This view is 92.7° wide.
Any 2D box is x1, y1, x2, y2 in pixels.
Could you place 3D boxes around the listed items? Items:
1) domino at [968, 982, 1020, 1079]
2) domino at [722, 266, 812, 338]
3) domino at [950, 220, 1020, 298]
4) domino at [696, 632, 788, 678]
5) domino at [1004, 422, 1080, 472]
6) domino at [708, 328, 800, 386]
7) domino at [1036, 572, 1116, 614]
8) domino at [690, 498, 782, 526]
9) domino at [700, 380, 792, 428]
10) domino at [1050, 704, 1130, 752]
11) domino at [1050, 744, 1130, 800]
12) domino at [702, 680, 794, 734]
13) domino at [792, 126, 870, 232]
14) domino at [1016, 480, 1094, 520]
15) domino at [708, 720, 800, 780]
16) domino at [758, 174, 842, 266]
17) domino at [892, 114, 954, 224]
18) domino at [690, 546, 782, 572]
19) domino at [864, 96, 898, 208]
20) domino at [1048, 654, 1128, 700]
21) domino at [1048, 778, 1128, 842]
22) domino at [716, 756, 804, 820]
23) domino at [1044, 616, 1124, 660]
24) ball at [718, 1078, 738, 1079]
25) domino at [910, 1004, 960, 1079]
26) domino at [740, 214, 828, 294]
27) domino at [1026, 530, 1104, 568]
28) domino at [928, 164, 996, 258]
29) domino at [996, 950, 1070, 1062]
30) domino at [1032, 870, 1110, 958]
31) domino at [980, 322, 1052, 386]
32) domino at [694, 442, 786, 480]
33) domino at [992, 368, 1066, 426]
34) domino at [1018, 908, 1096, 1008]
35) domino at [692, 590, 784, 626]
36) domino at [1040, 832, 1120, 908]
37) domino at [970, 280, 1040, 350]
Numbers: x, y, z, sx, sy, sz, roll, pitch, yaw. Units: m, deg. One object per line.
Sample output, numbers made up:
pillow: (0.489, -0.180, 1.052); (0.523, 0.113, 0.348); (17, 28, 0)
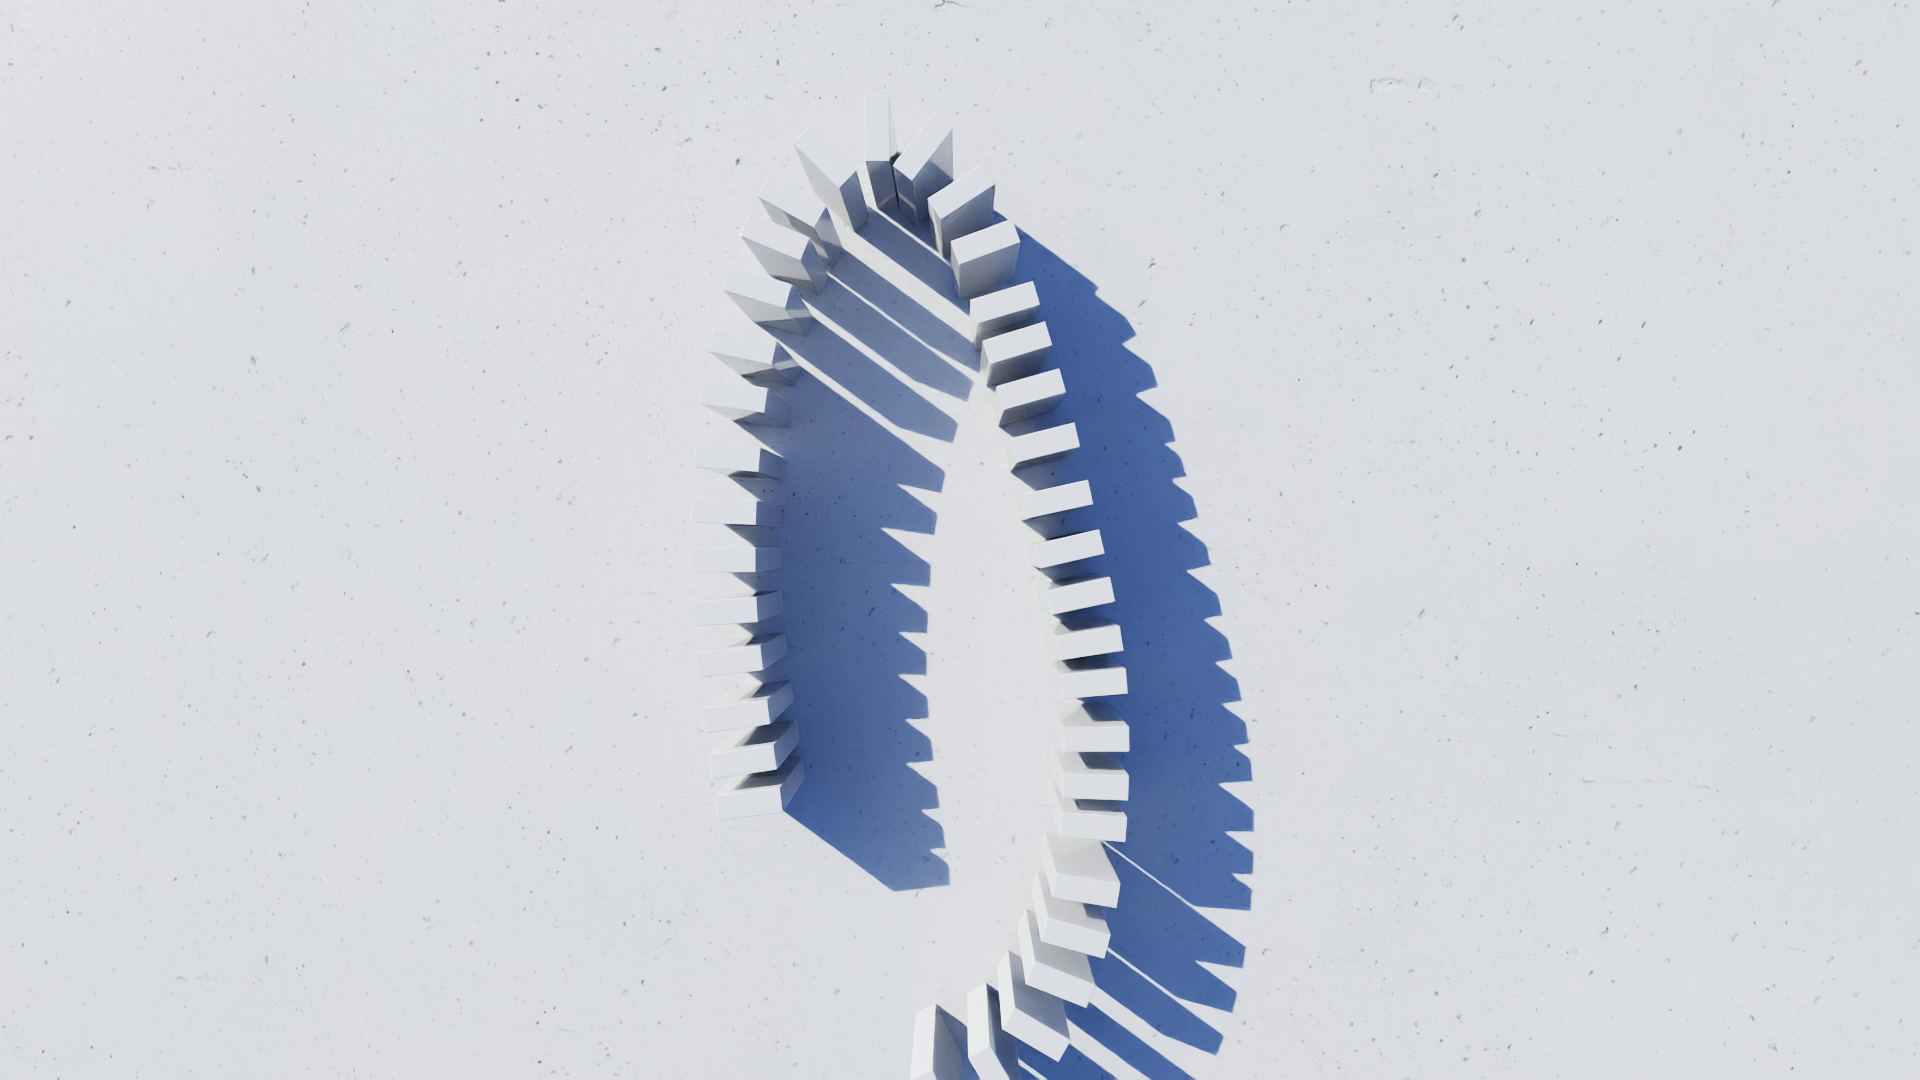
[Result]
domino: (0.014, 0.206, 0.375); (0.010, 0.050, 0.025); (-31, 90, 0)
domino: (-0.077, -0.097, 0.375); (0.025, 0.050, 0.010); (17, 90, 0)
domino: (0.010, -0.114, 0.375); (0.025, 0.050, 0.009); (-20, 90, 0)
domino: (-0.088, 0.046, 0.375); (0.025, 0.050, 0.010); (-6, 90, 0)
domino: (0.033, -0.037, 0.375); (0.025, 0.050, 0.010); (-14, 90, 0)
domino: (-0.083, -0.074, 0.375); (0.025, 0.050, 0.009); (12, 90, 0)
domino: (0.046, 0.021, 0.375); (0.025, 0.050, 0.009); (-12, 90, 0)
domino: (-0.090, -0.011, 0.375); (0.025, 0.050, 0.009); (2, 90, 0)
domino: (-0.086, -0.055, 0.375); (0.025, 0.050, 0.010); (8, 90, 0)
domino: (0.052, 0.076, 0.375); (0.025, 0.050, 0.010); (-1, 90, 0)
domino: (0.052, 0.094, 0.375); (0.025, 0.050, 0.010); (2, 90, 0)
domino: (-0.085, 0.067, 0.375); (0.025, 0.050, 0.009); (-8, 90, 0)
domino: (-0.052, -0.146, 0.375); (0.025, 0.050, 0.009); (45, 90, 0)
domino: (0.038, -0.016, 0.375); (0.025, 0.050, 0.009); (-12, 90, 0)
domino: (-0.083, 0.085, 0.375); (0.025, 0.050, 0.009); (-8, 90, 0)
domino: (-0.064, -0.130, 0.375); (0.025, 0.050, 0.009); (29, 90, 0)
domino: (-0.014, -0.150, 0.375); (0.010, 0.050, 0.025); (38, 90, 0)
domino: (-0.091, 0.008, 0.375); (0.025, 0.050, 0.009); (0, 90, 0)
domino: (-0.032, -0.157, 0.375); (0.009, 0.050, 0.025); (-1, 90, 0)
domino: (0.051, 0.055, 0.375); (0.025, 0.050, 0.010); (-5, 90, 0)
domino: (0.051, 0.110, 0.375); (0.025, 0.050, 0.009); (4, 90, 0)
domino: (-0.081, 0.101, 0.375); (0.025, 0.050, 0.010); (-7, 90, 0)
domino: (0.049, 0.039, 0.375); (0.025, 0.050, 0.010); (-9, 90, 0)
ball: (-0.096, 0.258, 0.360); (0.080, 0.080, 0.080); (0, 90, 0)
domino: (-0.009, 0.216, 0.375); (0.009, 0.050, 0.025); (-26, 90, 0)
domino: (-0.071, -0.116, 0.375); (0.025, 0.050, 0.009); (22, 90, 0)
domino: (0.042, 0.003, 0.375); (0.025, 0.050, 0.009); (-13, 90, 0)
domino: (0.001, -0.133, 0.375); (0.025, 0.050, 0.010); (-33, 90, 0)
domino: (0.029, 0.189, 0.375); (0.025, 0.050, 0.010); (30, 90, 0)
domino: (0.044, 0.152, 0.375); (0.025, 0.050, 0.010); (15, 90, 0)
domino: (0.022, -0.075, 0.375); (0.025, 0.050, 0.010); (-17, 90, 0)
domino: (-0.089, -0.032, 0.375); (0.025, 0.050, 0.009); (5, 90, 0)
domino: (0.027, -0.058, 0.375); (0.025, 0.050, 0.010); (-16, 90, 0)
domino: (0.038, 0.170, 0.375); (0.025, 0.050, 0.009); (22, 90, 0)
domino: (-0.090, 0.027, 0.375); (0.025, 0.050, 0.009); (-4, 90, 0)
domino: (0.048, 0.134, 0.375); (0.025, 0.050, 0.009); (9, 90, 0)
domino: (0.017, -0.091, 0.375); (0.025, 0.050, 0.009); (-17, 90, 0)
